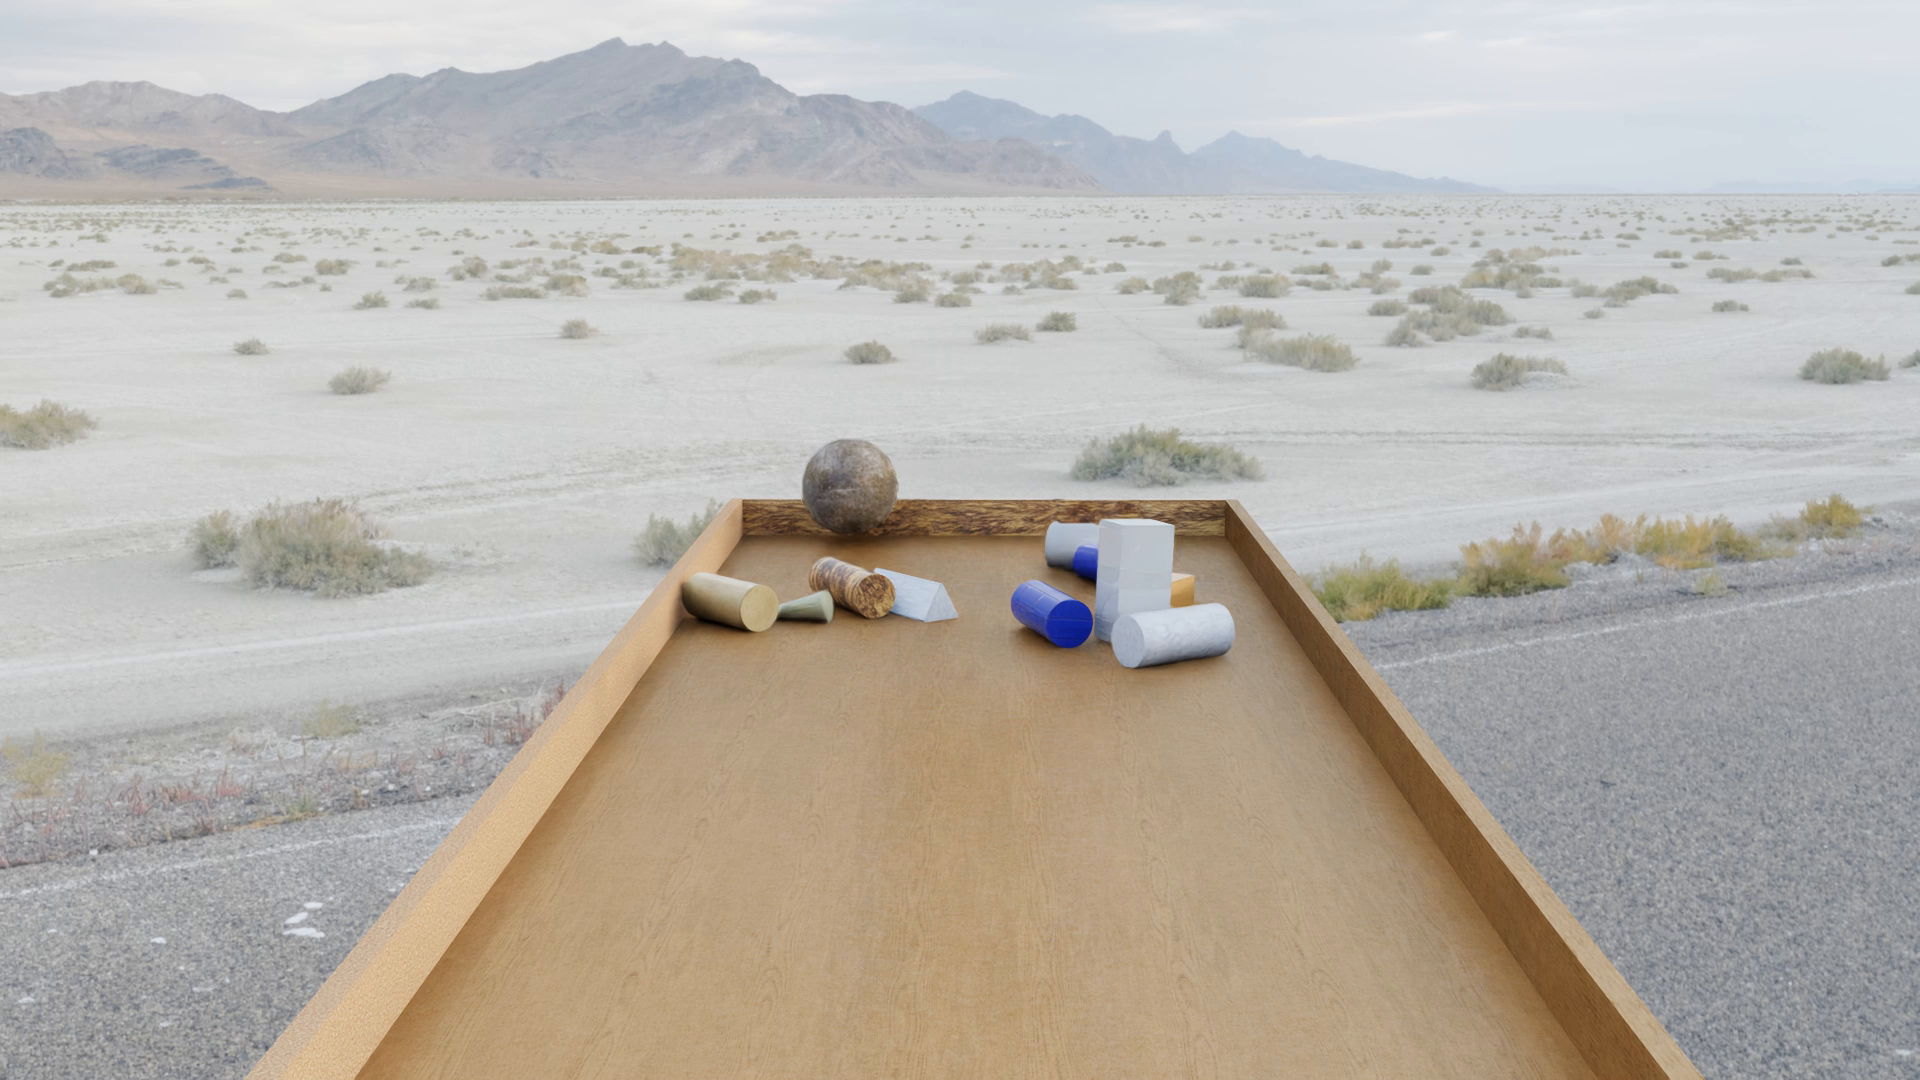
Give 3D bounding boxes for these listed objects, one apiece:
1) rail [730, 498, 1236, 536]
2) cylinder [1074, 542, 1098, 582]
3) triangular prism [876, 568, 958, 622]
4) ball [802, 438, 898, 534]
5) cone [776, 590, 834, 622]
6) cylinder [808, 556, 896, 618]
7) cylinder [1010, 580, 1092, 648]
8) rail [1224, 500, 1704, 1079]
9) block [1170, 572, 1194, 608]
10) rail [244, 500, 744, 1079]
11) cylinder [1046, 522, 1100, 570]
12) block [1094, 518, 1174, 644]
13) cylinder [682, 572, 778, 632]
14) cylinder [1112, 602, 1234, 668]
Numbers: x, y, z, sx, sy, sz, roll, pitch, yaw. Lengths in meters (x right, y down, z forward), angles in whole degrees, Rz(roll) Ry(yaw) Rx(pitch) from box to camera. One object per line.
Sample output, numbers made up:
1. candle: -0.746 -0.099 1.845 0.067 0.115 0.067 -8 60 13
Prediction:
1. rail: 0.099 -0.098 9.147 2.100 0.150 0.050 0 9 1
2. cylinder: 0.566 0.095 7.978 0.136 0.136 0.312 -7 12 -39
3. triangular prism: -0.175 0.180 7.470 0.139 0.121 0.382 -7 11 -36
4. ball: -0.445 -0.217 8.928 0.390 0.390 0.390 0 9 0
5. cone: -0.582 0.239 7.336 0.303 0.106 0.106 -8 7 16
6. cylinder: -0.372 0.160 7.526 0.150 0.150 0.405 -4 10 -26
7. cylinder: 0.291 0.235 7.039 0.154 0.154 0.365 -3 9 -16
8. rail: 1.046 0.843 3.208 0.050 0.150 12.000 0 9 1
9. block: 0.632 0.199 7.403 0.109 0.109 0.450 6 11 34
10. rail: -1.004 0.839 3.234 0.050 0.150 12.000 0 9 1
11. cylinder: 0.559 0.031 8.261 0.446 0.173 0.173 3 10 20
12. block: 0.548 0.131 6.936 0.178 0.377 0.178 0 7 -20
13. cylinder: -0.758 0.202 7.247 0.153 0.153 0.332 -8 12 -41
14. cylinder: 0.648 0.288 6.678 0.350 0.161 0.161 -6 11 -33
